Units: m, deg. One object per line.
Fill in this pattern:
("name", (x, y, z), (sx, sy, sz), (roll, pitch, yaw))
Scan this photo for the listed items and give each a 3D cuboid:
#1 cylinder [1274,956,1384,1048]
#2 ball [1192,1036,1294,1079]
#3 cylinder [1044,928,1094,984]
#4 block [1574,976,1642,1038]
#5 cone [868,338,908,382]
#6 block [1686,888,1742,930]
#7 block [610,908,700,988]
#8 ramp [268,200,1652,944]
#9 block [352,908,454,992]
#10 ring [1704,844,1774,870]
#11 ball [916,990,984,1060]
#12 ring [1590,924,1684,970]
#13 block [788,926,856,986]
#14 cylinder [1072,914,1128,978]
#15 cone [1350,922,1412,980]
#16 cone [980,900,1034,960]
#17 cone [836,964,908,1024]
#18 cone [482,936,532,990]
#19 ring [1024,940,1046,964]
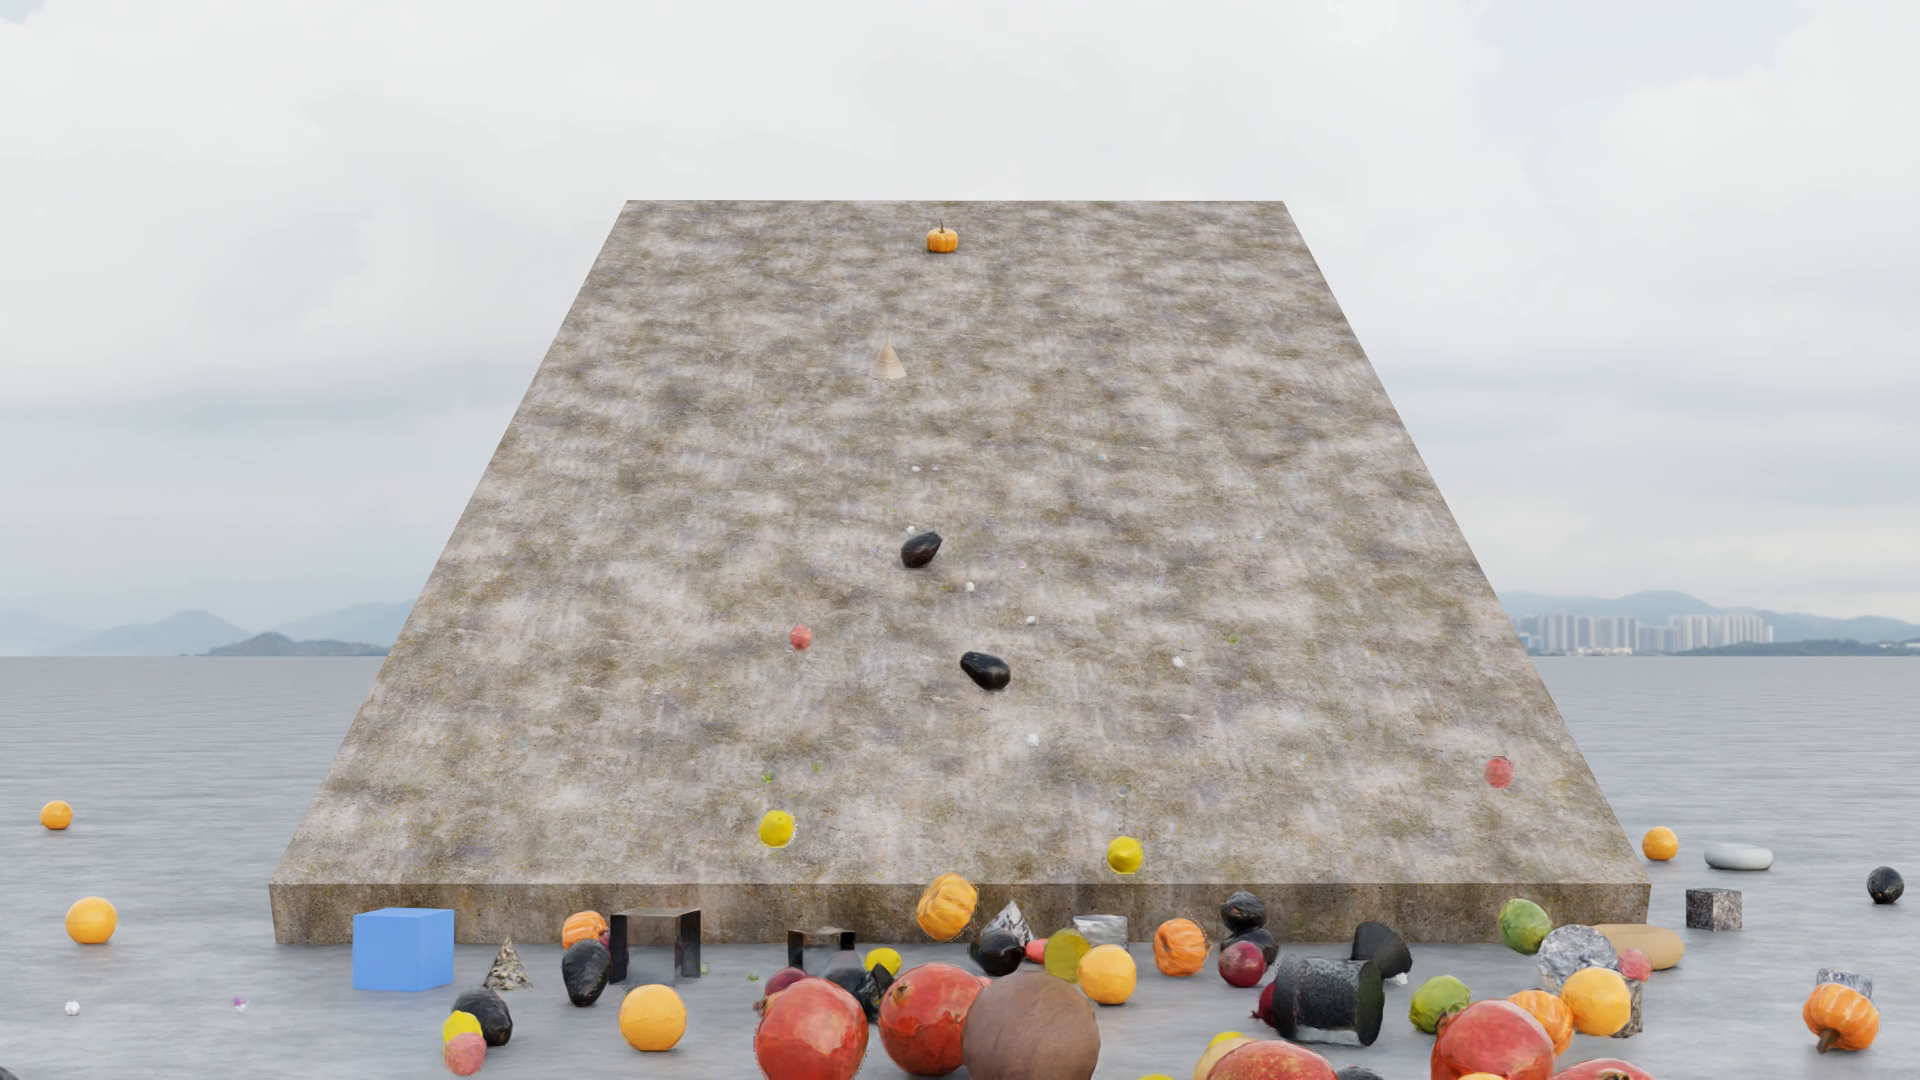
("cylinder", (0.402, 0.502, 2.511), (0.092, 0.092, 0.092), (-2, -3, 31))
("ball", (0.246, 0.478, 2.004), (0.091, 0.091, 0.091), (0, -3, 0))
("cylinder", (0.140, 0.539, 2.984), (0.064, 0.064, 0.064), (0, -3, 1))
("block", (0.725, 0.523, 2.579), (0.057, 0.057, 0.057), (-2, -3, 34))
("cone", (-0.171, -0.434, 5.454), (0.092, 0.092, 0.092), (0, 23, 0))
("block", (1.162, 0.569, 3.551), (0.058, 0.058, 0.058), (1, -3, -26))
("block", (-0.394, 0.526, 2.979), (0.089, 0.089, 0.089), (-1, -3, 15))
("ramp", (-0.007, -0.223, 5.198), (2.000, 0.100, 4.000), (0, 23, 0))
("block", (-0.711, 0.523, 2.947), (0.092, 0.092, 0.092), (-1, -3, 15))
("ring", (1.530, 0.623, 4.528), (0.130, 0.043, 0.130), (0, -1, 0))
("ball", (-0.011, 0.508, 2.414), (0.071, 0.071, 0.071), (0, -3, 0))
("ring", (0.906, 0.553, 3.130), (0.149, 0.050, 0.149), (-1, -2, 0))
("block", (-0.180, 0.539, 2.988), (0.064, 0.064, 0.064), (2, -3, -33))
("cylinder", (0.186, 0.537, 3.051), (0.073, 0.073, 0.073), (0, -3, 0))
("cone", (0.516, 0.546, 2.936), (0.085, 0.085, 0.085), (-37, 21, -35))
("cone", (0.069, 0.526, 3.188), (0.077, 0.077, 0.077), (5, 33, -3))
("cone", (-0.112, 0.538, 2.655), (0.076, 0.076, 0.076), (-28, -8, 9))
("cone", (-0.575, 0.535, 2.930), (0.065, 0.065, 0.065), (0, -3, 0))
("ring", (0.130, 0.566, 3.167), (0.083, 0.028, 0.083), (1, -3, 0))
